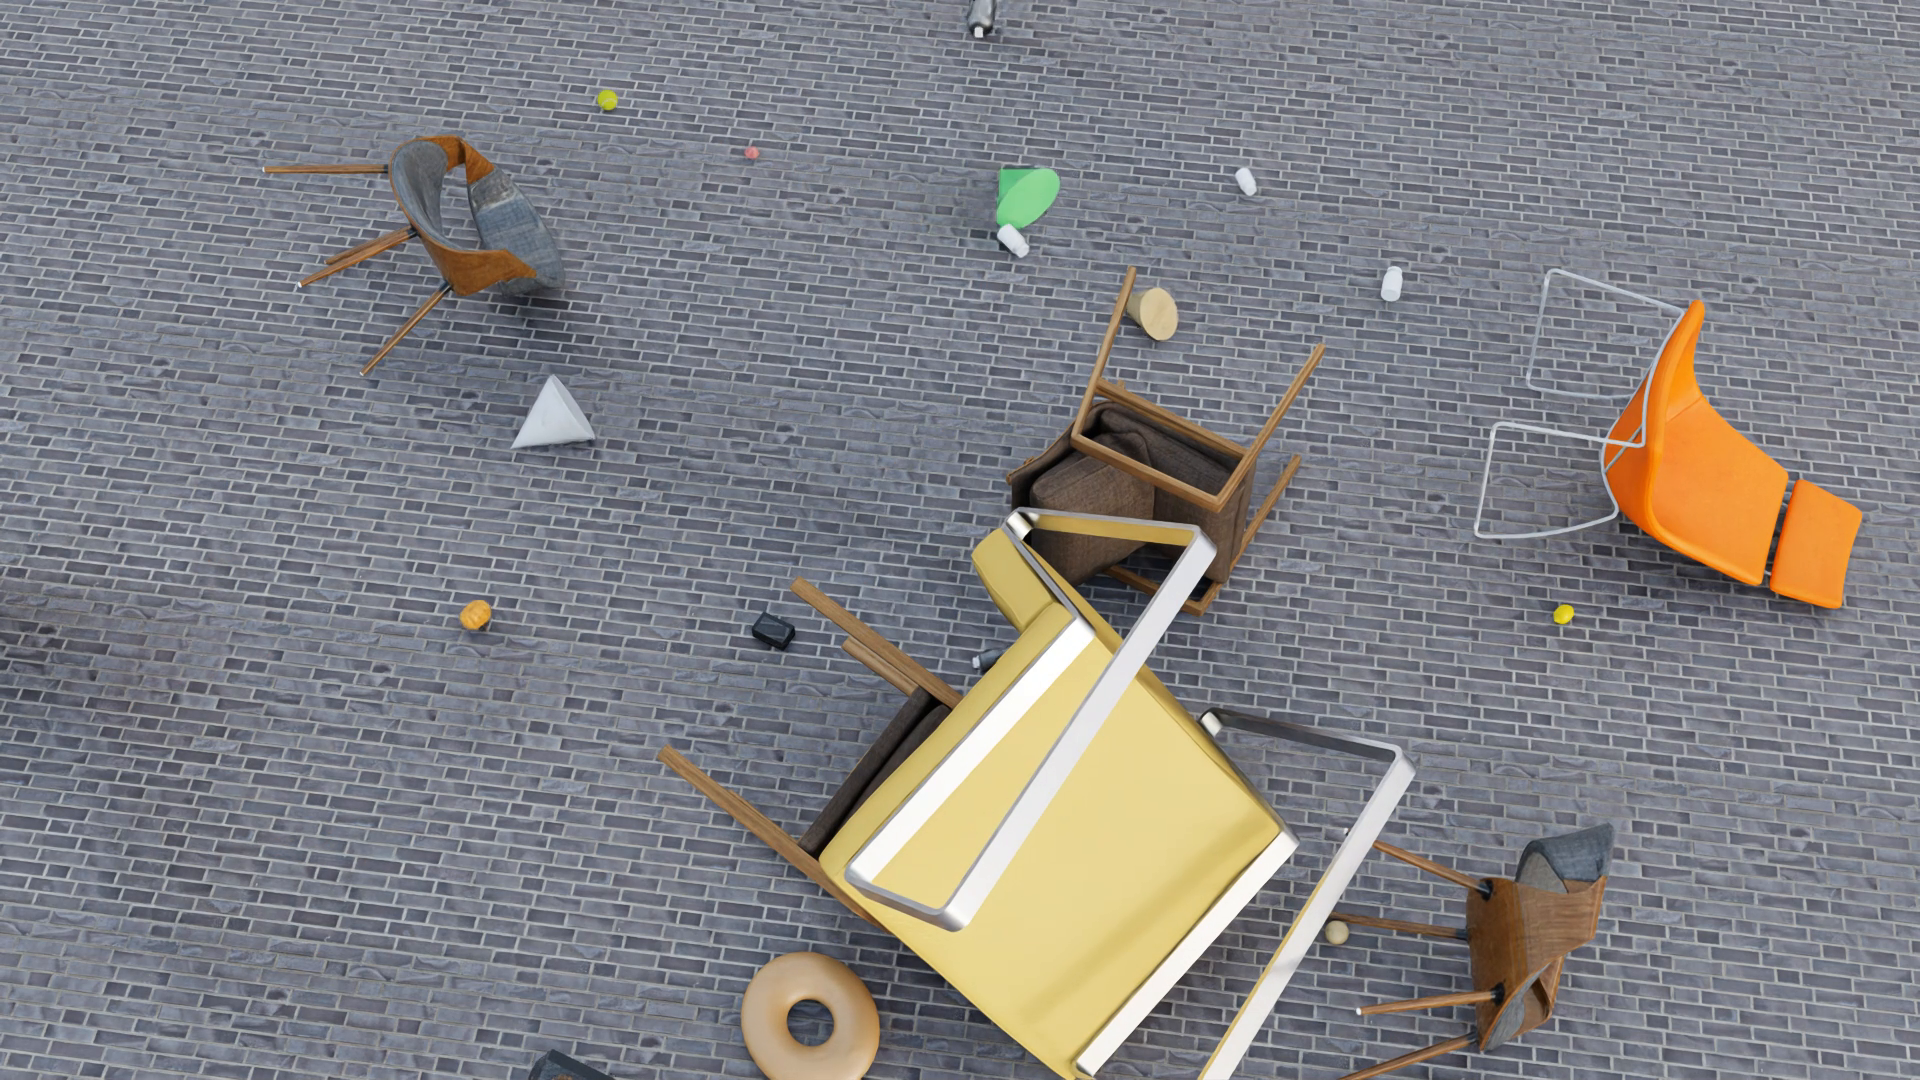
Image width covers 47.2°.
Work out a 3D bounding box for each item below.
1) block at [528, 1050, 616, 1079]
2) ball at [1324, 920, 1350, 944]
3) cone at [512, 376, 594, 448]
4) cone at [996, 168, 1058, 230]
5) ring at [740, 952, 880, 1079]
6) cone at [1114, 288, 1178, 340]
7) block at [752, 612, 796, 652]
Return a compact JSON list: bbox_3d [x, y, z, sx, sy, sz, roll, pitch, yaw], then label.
[{"bbox_3d":[-0.966,1.412,5.472,0.238,0.171,0.172,29,57,-11],"label":"block"},{"bbox_3d":[1.000,1.042,5.836,0.064,0.064,0.064,0,56,0],"label":"ball"},{"bbox_3d":[-1.285,-0.344,6.753,0.234,0.158,0.238,-33,91,4],"label":"cone"},{"bbox_3d":[0.178,-1.184,7.314,0.251,0.159,0.256,-44,38,9],"label":"cone"},{"bbox_3d":[-0.388,1.249,5.692,0.349,0.075,0.407,-25,59,-16],"label":"ring"},{"bbox_3d":[0.561,-0.746,7.020,0.215,0.204,0.140,26,74,46],"label":"cone"},{"bbox_3d":[-0.540,0.265,6.369,0.105,0.045,0.066,25,60,16],"label":"block"}]
